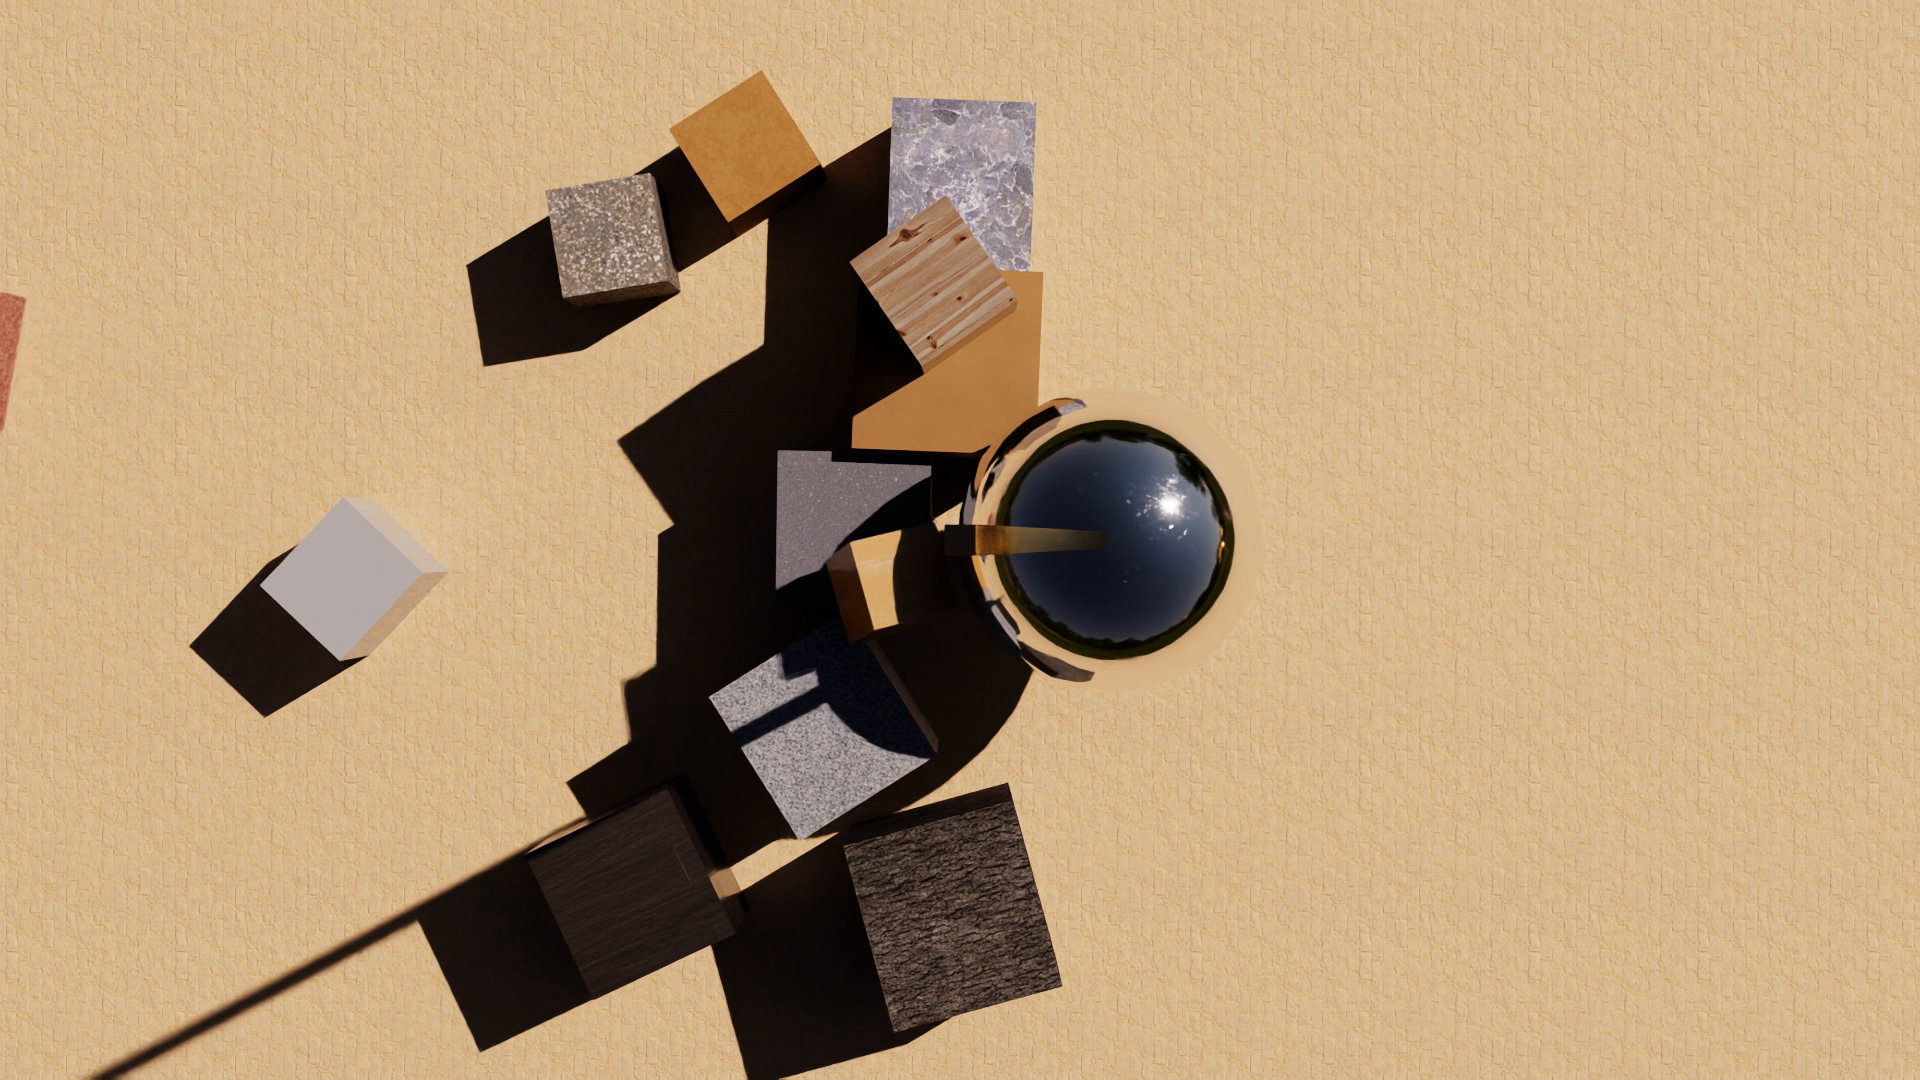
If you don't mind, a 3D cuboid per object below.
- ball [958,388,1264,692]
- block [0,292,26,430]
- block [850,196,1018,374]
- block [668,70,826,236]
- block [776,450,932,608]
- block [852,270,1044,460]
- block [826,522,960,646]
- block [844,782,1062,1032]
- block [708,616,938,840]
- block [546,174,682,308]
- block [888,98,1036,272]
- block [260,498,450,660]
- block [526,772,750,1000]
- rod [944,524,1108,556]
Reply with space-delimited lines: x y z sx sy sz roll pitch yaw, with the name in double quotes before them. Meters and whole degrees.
"ball" 0.784 0.000 11.547 1.600 1.600 1.600 0 90 0
"block" -5.900 -1.096 12.640 0.635 0.706 0.792 10 90 1
"block" -0.137 -1.359 11.800 0.615 0.573 0.667 -35 90 0
"block" -1.214 -2.222 12.705 0.622 0.590 0.625 -32 90 0
"block" -0.592 -0.056 12.604 0.852 0.791 0.870 1 90 0
"block" -0.068 -0.990 12.543 1.015 0.914 1.010 2 90 0
"block" -0.369 0.239 11.855 0.488 0.521 0.483 -14 83 -20
"block" -0.039 2.072 12.551 0.962 0.899 1.062 -15 90 0
"block" -0.749 1.017 12.510 0.886 0.979 0.933 -32 90 0
"block" -1.995 -1.719 12.705 0.602 0.589 0.615 -9 90 0
"block" 0.008 -1.972 12.614 0.801 0.772 0.954 2 90 0
"block" -3.478 0.220 12.682 0.619 0.637 0.682 43 90 0
"block" -1.826 1.960 12.587 0.868 0.825 0.893 -25 90 0
"rod" 0.340 0.000 8.176 0.080 5.200 0.080 0 90 8
